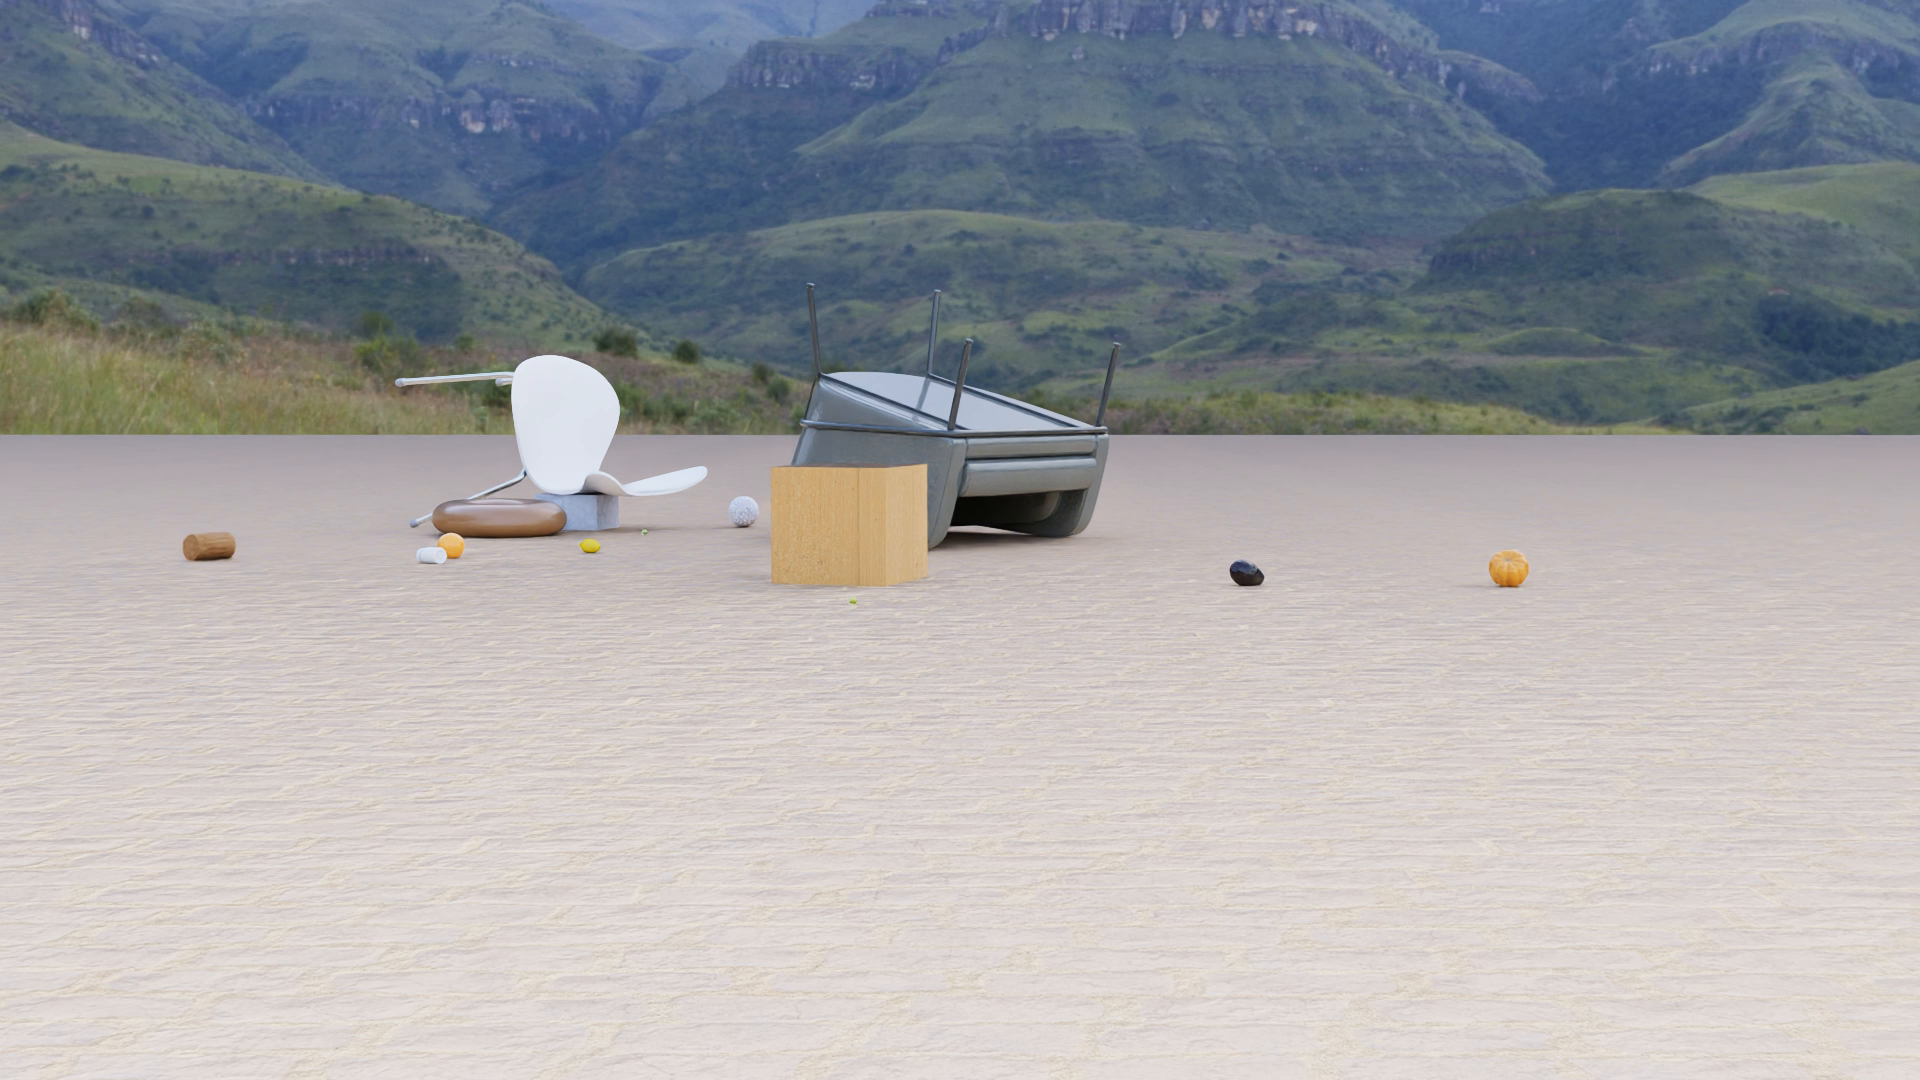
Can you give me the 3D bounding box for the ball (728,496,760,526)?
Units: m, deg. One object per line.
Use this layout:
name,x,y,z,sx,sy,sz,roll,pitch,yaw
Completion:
ball,-0.704,-0.093,7.162,0.101,0.101,0.101,0,4,0

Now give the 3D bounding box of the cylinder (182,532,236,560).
cylinder,-1.977,0.017,5.792,0.074,0.068,0.112,-30,-14,33

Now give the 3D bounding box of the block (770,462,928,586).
block,-0.258,-0.041,5.175,0.283,0.270,0.283,1,4,19

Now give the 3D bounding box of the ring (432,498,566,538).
ring,-1.423,-0.068,6.792,0.441,0.105,0.373,3,6,31

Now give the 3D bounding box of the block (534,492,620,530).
block,-1.237,-0.095,7.107,0.213,0.112,0.173,1,4,15
